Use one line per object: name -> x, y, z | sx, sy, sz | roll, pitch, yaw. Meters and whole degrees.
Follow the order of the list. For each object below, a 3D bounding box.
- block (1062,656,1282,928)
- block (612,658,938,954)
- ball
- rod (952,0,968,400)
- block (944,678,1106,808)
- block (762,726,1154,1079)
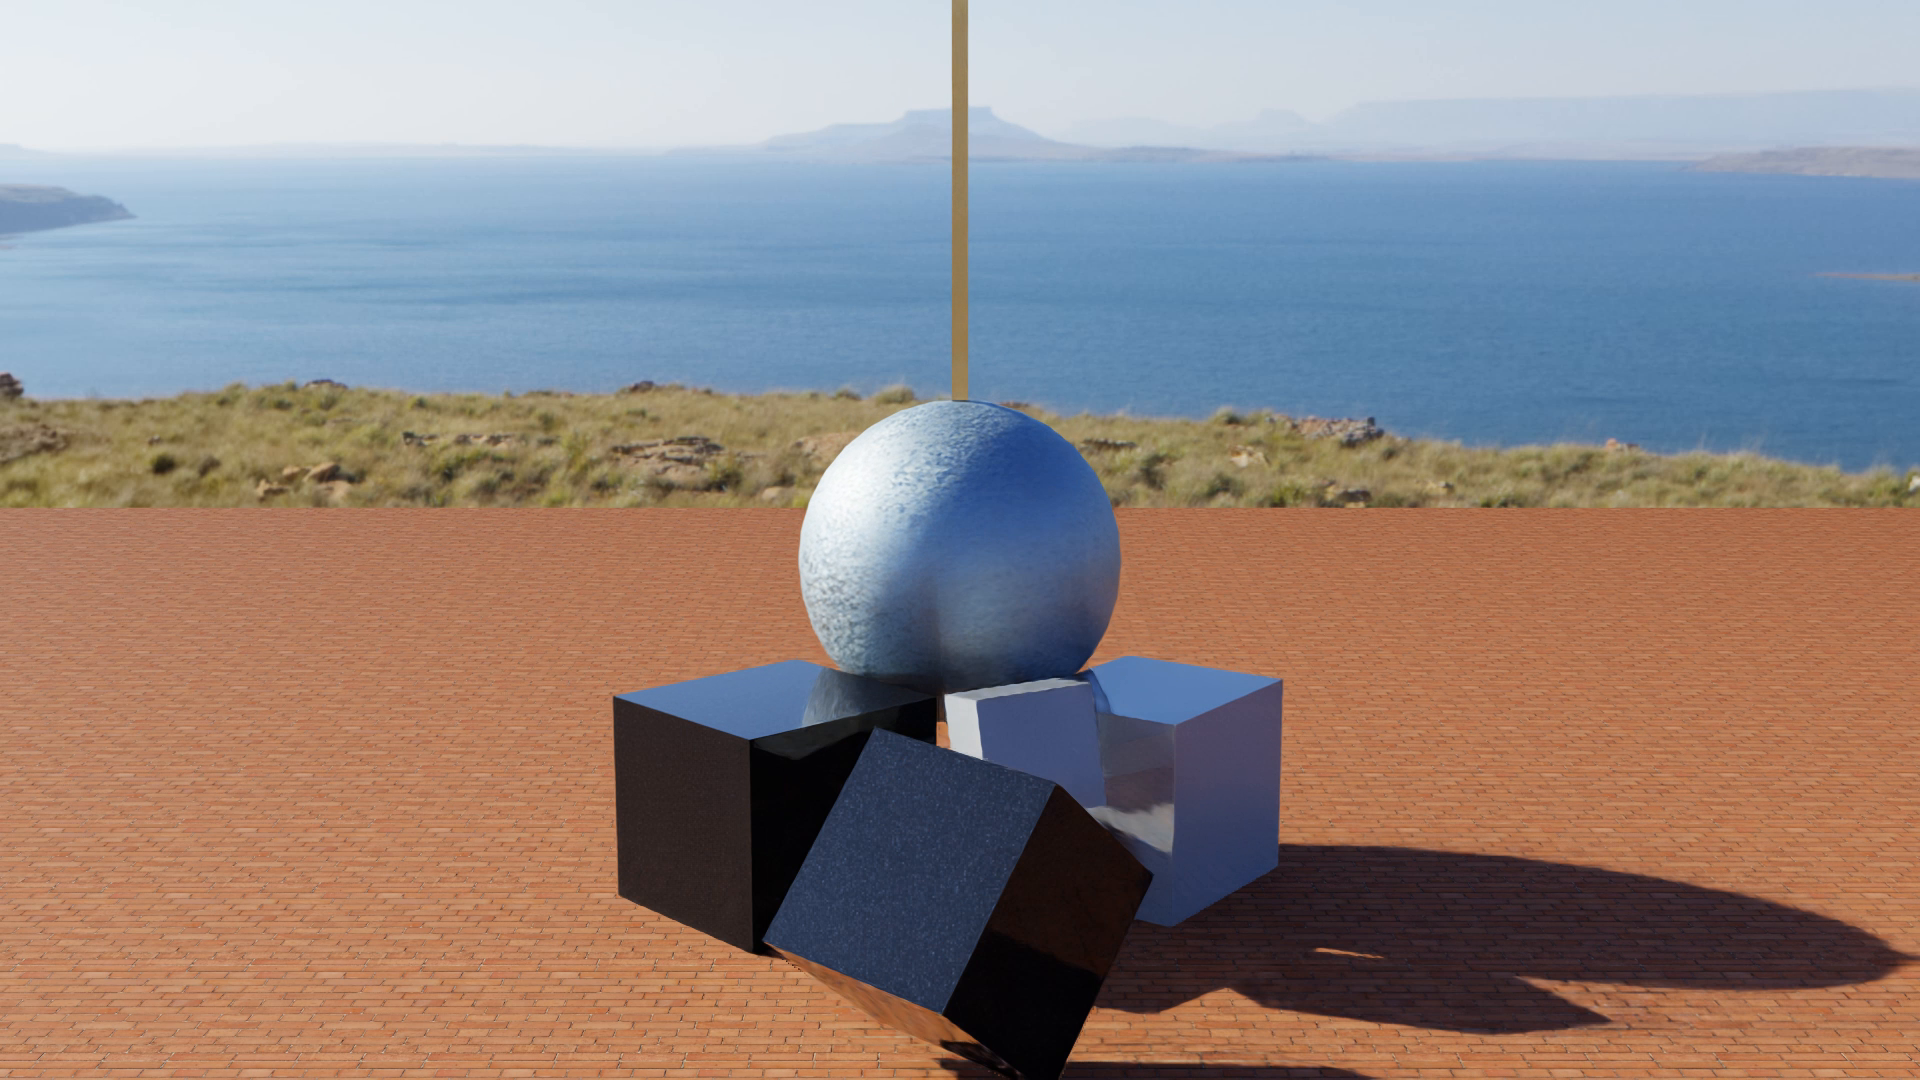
block -> 0.900, 1.166, 10.511 | 0.872, 0.945, 1.035 | 7, 13, 35
block -> -0.856, 1.200, 10.254 | 1.087, 0.970, 1.034 | -9, 14, -42
ball -> 0.000, 0.106, 10.888 | 1.600, 1.600, 1.600 | 0, 10, 0
rod -> 0.000, -3.265, 10.451 | 0.080, 5.200, 0.080 | 0, 7, 0
block -> 0.280, 0.916, 9.645 | 0.523, 0.531, 0.507 | -7, 1, -16
block -> 0.005, 1.362, 8.152 | 0.879, 0.899, 0.807 | 13, -23, 40
